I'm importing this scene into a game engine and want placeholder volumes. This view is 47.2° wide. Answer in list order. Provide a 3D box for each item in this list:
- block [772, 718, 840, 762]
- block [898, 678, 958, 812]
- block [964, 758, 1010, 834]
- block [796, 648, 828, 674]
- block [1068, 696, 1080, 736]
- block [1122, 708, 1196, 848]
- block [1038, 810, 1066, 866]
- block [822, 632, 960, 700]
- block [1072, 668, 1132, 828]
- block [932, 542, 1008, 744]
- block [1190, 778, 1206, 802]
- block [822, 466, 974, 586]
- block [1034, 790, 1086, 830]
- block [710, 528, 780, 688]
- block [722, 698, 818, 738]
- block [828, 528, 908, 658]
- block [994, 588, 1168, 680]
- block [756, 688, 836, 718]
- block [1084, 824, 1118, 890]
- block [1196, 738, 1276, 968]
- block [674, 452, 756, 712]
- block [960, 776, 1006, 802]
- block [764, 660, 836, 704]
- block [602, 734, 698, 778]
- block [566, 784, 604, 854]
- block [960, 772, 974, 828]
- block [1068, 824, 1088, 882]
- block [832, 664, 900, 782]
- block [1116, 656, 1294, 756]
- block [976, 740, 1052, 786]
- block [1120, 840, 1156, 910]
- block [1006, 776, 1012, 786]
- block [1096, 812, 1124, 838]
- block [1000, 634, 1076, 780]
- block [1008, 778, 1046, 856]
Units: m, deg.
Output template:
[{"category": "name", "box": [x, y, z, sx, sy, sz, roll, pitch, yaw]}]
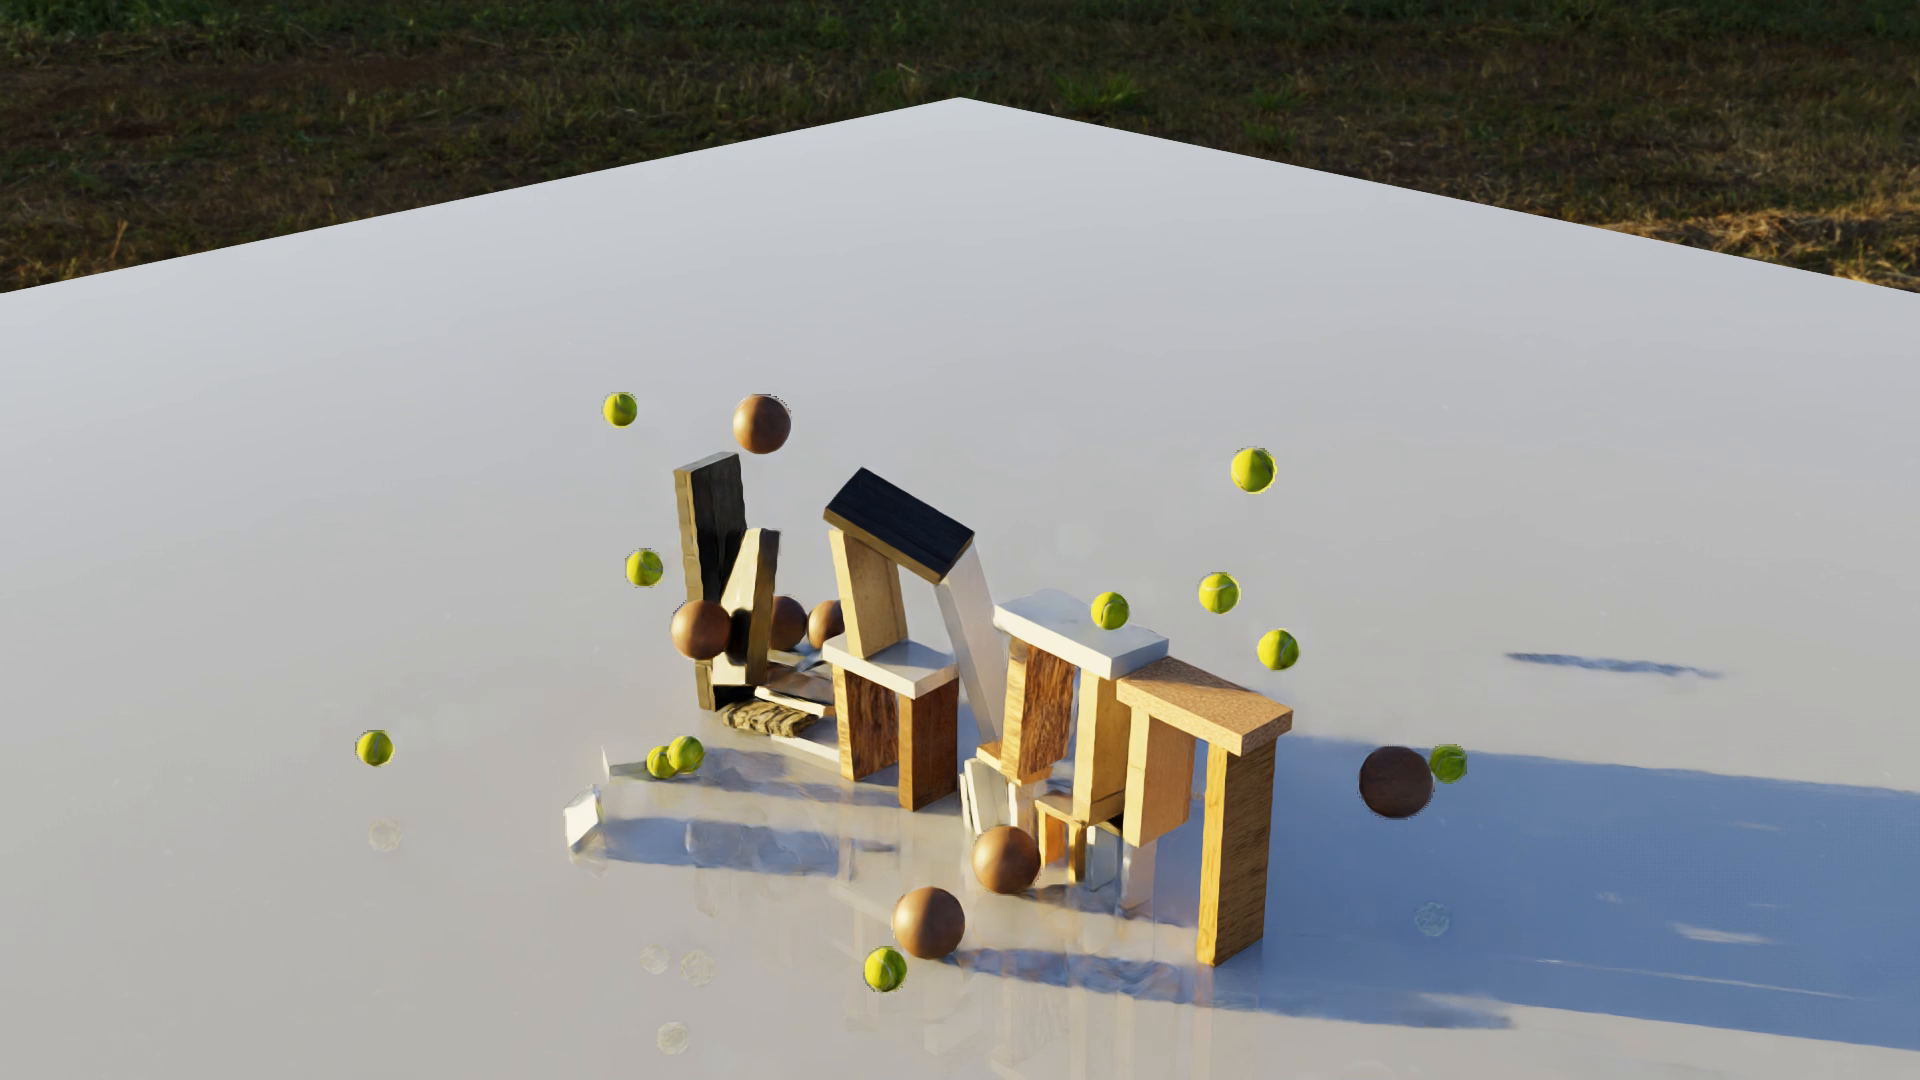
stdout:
[{"category": "block", "box": [-0.303, 0.423, 4.730, 0.188, 0.027, 0.094, 16, 28, 32]}, {"category": "block", "box": [-0.063, 0.409, 4.462, 0.037, 0.261, 0.131, 22, 31, 40]}, {"category": "block", "box": [0.056, 0.504, 4.382, 0.075, 0.149, 0.021, -15, 11, -31]}, {"category": "block", "box": [-0.286, 0.243, 4.681, 0.076, 0.022, 0.153, -20, -8, -32]}, {"category": "block", "box": [0.217, 0.390, 4.615, 0.161, 0.060, 0.017, -39, 45, -24]}, {"category": "block", "box": [0.368, 0.409, 4.018, 0.142, 0.284, 0.040, -20, 33, -40]}, {"category": "block", "box": [0.179, 0.568, 4.270, 0.017, 0.120, 0.060, 21, 31, 41]}, {"category": "block", "box": [-0.142, 0.243, 4.467, 0.261, 0.037, 0.131, 20, 32, 38]}, {"category": "block", "box": [0.285, 0.364, 4.086, 0.152, 0.315, 0.043, -16, 27, -40]}, {"category": "block", "box": [0.043, 0.229, 4.464, 0.038, 0.437, 0.134, -3, 27, 29]}, {"category": "block", "box": [0.466, 0.511, 4.535, 0.120, 0.017, 0.060, 7, 24, 17]}, {"category": "block", "box": [-0.121, -0.029, 4.348, 0.268, 0.038, 0.134, 30, 52, 12]}, {"category": "block", "box": [0.207, 0.516, 4.217, 0.120, 0.017, 0.060, 21, 31, 41]}, {"category": "block", "box": [-0.459, 0.147, 4.702, 0.047, 0.331, 0.166, 10, -8, -31]}, {"category": "block", "box": [-0.412, 0.383, 4.761, 0.188, 0.027, 0.094, 6, 23, 32]}, {"category": "block", "box": [-0.183, 0.089, 4.434, 0.038, 0.268, 0.134, 8, 24, 42]}, {"category": "block", "box": [0.222, 0.171, 4.079, 0.152, 0.043, 0.303, -16, 28, -40]}, {"category": "block", "box": [-0.338, 0.348, 4.727, 0.076, 0.022, 0.236, 8, 2, -43]}, {"category": "block", "box": [0.270, 0.591, 4.184, 0.070, 0.140, 0.020, -18, 28, -42]}, {"category": "block", "box": [0.493, 0.540, 3.921, 0.142, 0.443, 0.040, -21, 31, -41]}, {"category": "block", "box": [-0.530, 0.091, 4.835, 0.047, 0.546, 0.166, 7, 20, 33]}, {"category": "block", "box": [0.050, 0.500, 4.508, 0.113, 0.057, 0.016, -21, 47, -41]}, {"category": "block", "box": [-0.342, 0.310, 4.793, 0.331, 0.047, 0.166, 11, 0, 25]}, {"category": "block", "box": [-0.656, 0.455, 4.654, 0.188, 0.027, 0.094, -7, 24, -15]}, {"category": "block", "box": [-0.745, 0.554, 4.370, 0.076, 0.022, 0.153, -42, 25, 7]}, {"category": "block", "box": [0.031, 0.514, 4.403, 0.057, 0.113, 0.016, -20, 23, -39]}, {"category": "block", "box": [0.235, 0.590, 4.218, 0.017, 0.120, 0.060, 21, 31, 41]}, {"category": "block", "box": [-0.194, 0.358, 4.577, 0.131, 0.261, 0.037, -21, 27, -38]}, {"category": "block", "box": [0.430, 0.290, 3.885, 0.142, 0.040, 0.283, -21, 32, -40]}, {"category": "block", "box": [0.106, 0.435, 4.320, 0.075, 0.021, 0.149, -12, 24, -33]}, {"category": "block", "box": [0.335, 0.617, 4.123, 0.070, 0.139, 0.020, -17, 28, -39]}, {"category": "block", "box": [0.114, 0.482, 4.533, 0.016, 0.057, 0.113, 14, 10, -23]}, {"category": "block", "box": [0.307, 0.528, 4.127, 0.070, 0.020, 0.140, -17, 28, -40]}, {"category": "block", "box": [0.153, 0.297, 4.229, 0.043, 0.303, 0.152, 21, 28, 37]}, {"category": "block", "box": [0.135, 0.535, 4.307, 0.075, 0.149, 0.021, -16, 22, -33]}]
